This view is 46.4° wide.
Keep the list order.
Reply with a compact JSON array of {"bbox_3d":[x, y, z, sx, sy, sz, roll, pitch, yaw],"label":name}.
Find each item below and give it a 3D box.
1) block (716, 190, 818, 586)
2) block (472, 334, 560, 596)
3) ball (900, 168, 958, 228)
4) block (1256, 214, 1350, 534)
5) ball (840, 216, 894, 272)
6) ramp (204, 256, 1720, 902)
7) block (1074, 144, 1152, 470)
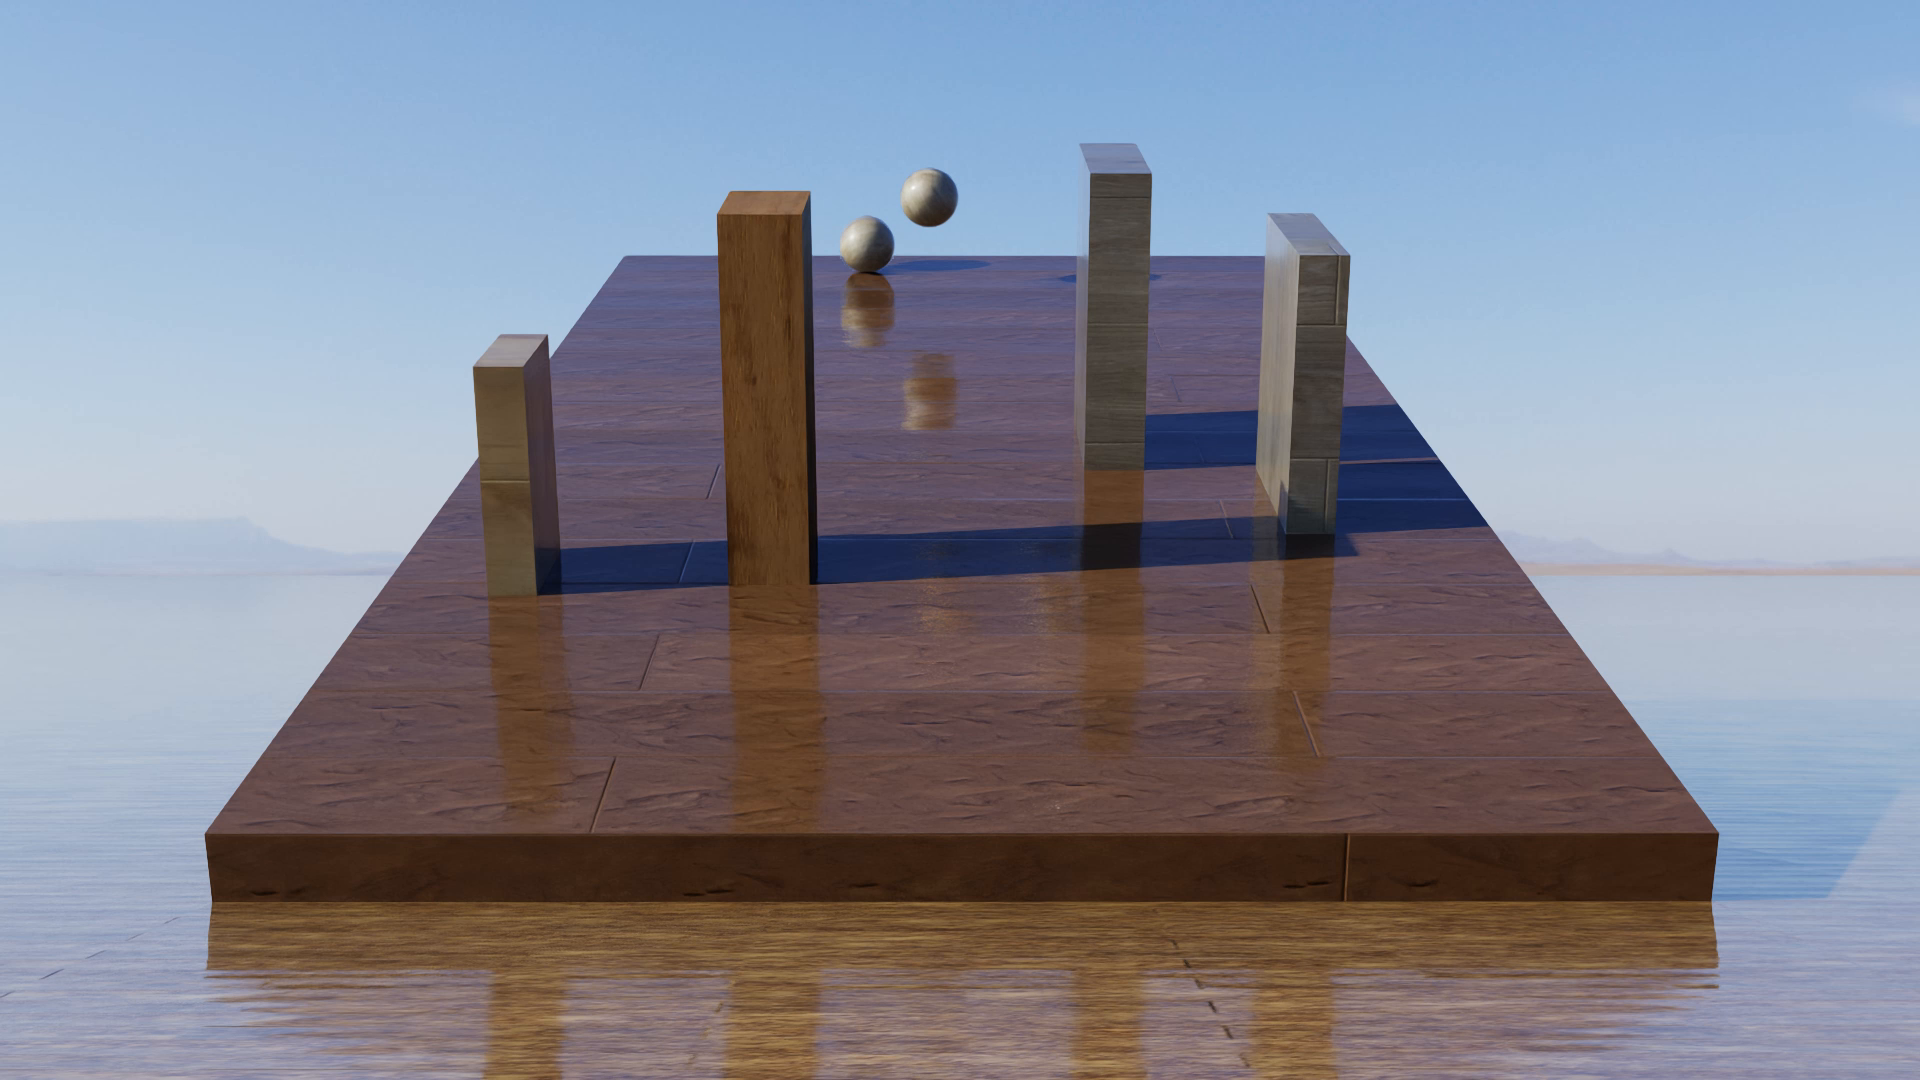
[{"bbox_3d":[-0.332,-0.267,3.910,0.141,0.648,0.240,0,18,0],"label":"block"},{"bbox_3d":[-0.768,-0.134,3.895,0.084,0.404,0.243,0,18,0],"label":"block"},{"bbox_3d":[-0.086,-0.953,6.234,0.164,0.164,0.164,0,-1,0],"label":"ball"},{"bbox_3d":[0.653,-0.328,4.299,0.091,0.525,0.438,0,18,0],"label":"block"},{"bbox_3d":[-0.270,-0.860,6.500,0.161,0.161,0.161,0,-1,0],"label":"ball"},{"bbox_3d":[-0.004,-0.188,4.872,2.000,0.100,4.000,0,18,0],"label":"ramp"},{"bbox_3d":[0.315,-0.494,4.674,0.122,0.606,0.412,0,18,0],"label":"block"}]
